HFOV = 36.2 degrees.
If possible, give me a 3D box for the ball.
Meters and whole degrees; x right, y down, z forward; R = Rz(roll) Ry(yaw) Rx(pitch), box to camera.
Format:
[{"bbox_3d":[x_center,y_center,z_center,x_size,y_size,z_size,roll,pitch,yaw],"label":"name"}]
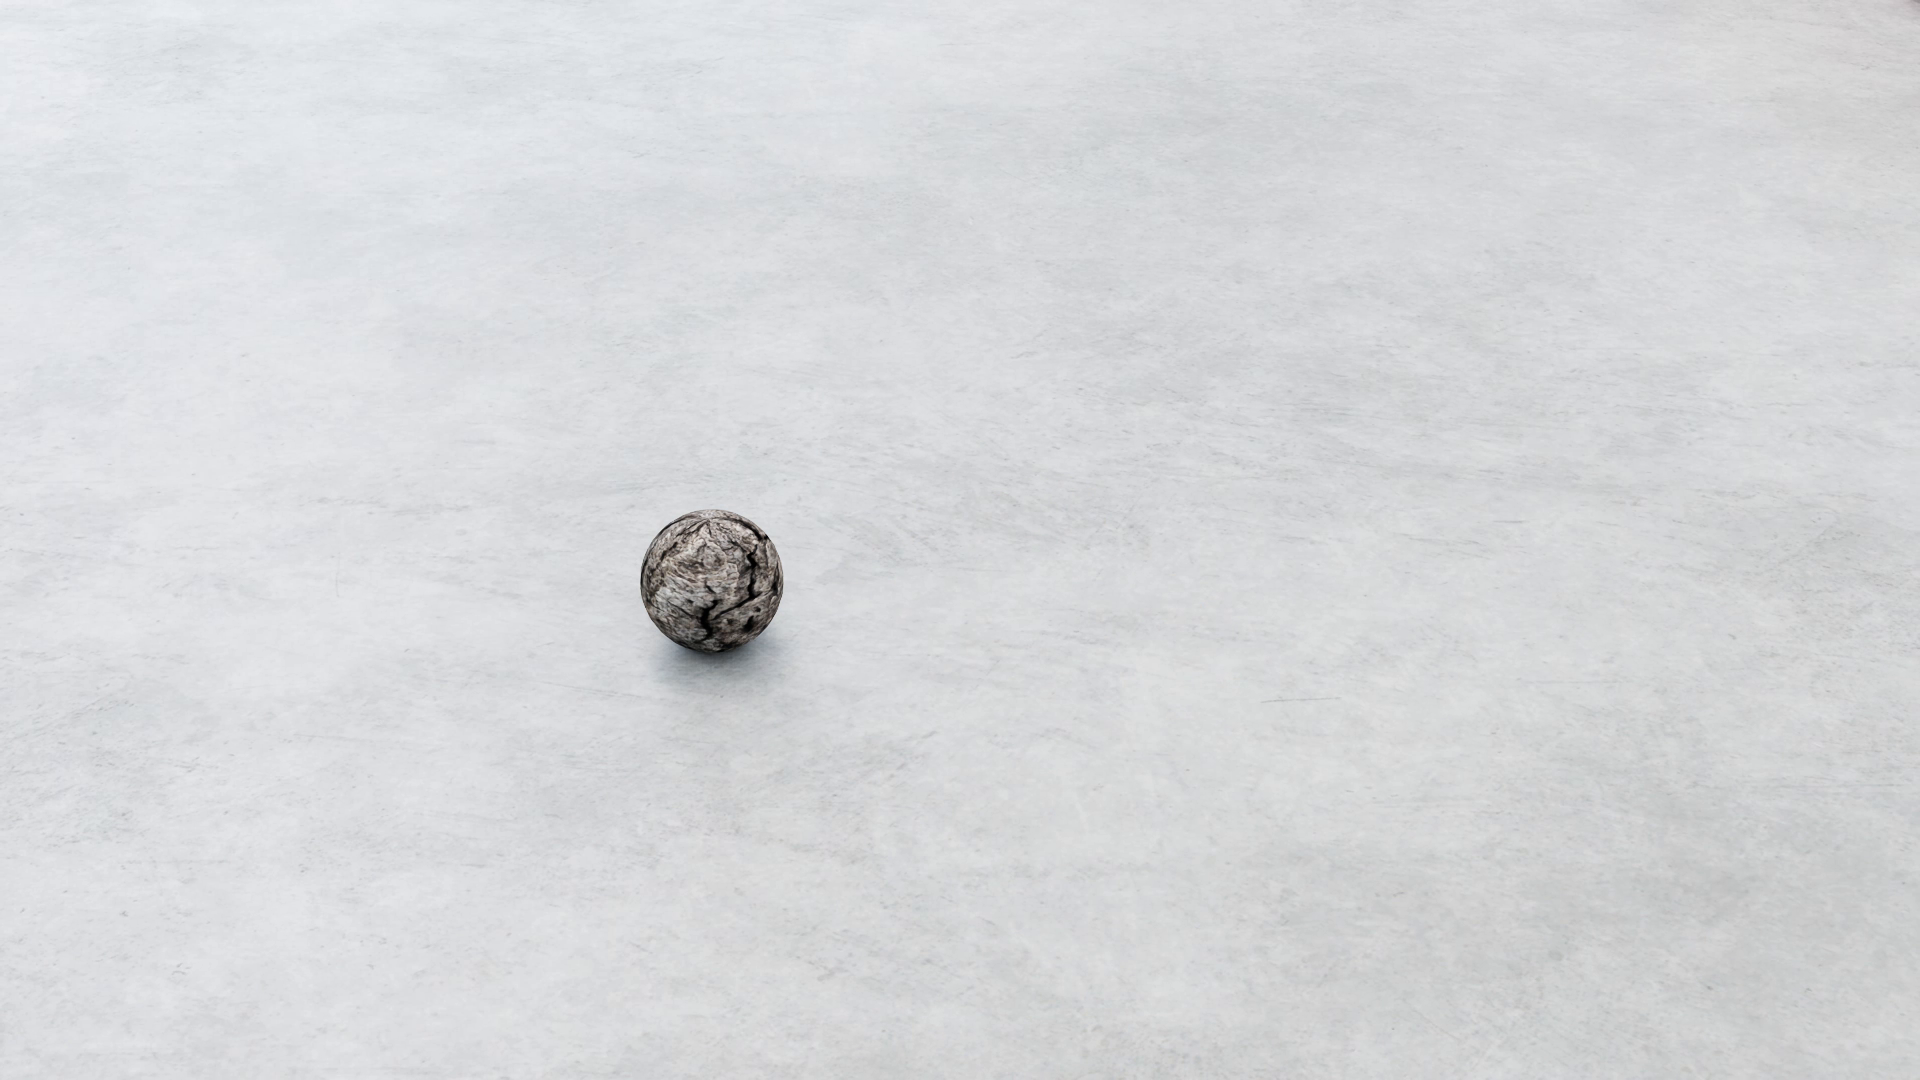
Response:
[{"bbox_3d":[-0.137,0.023,1.628,0.080,0.080,0.080,0,30,0],"label":"ball"}]
